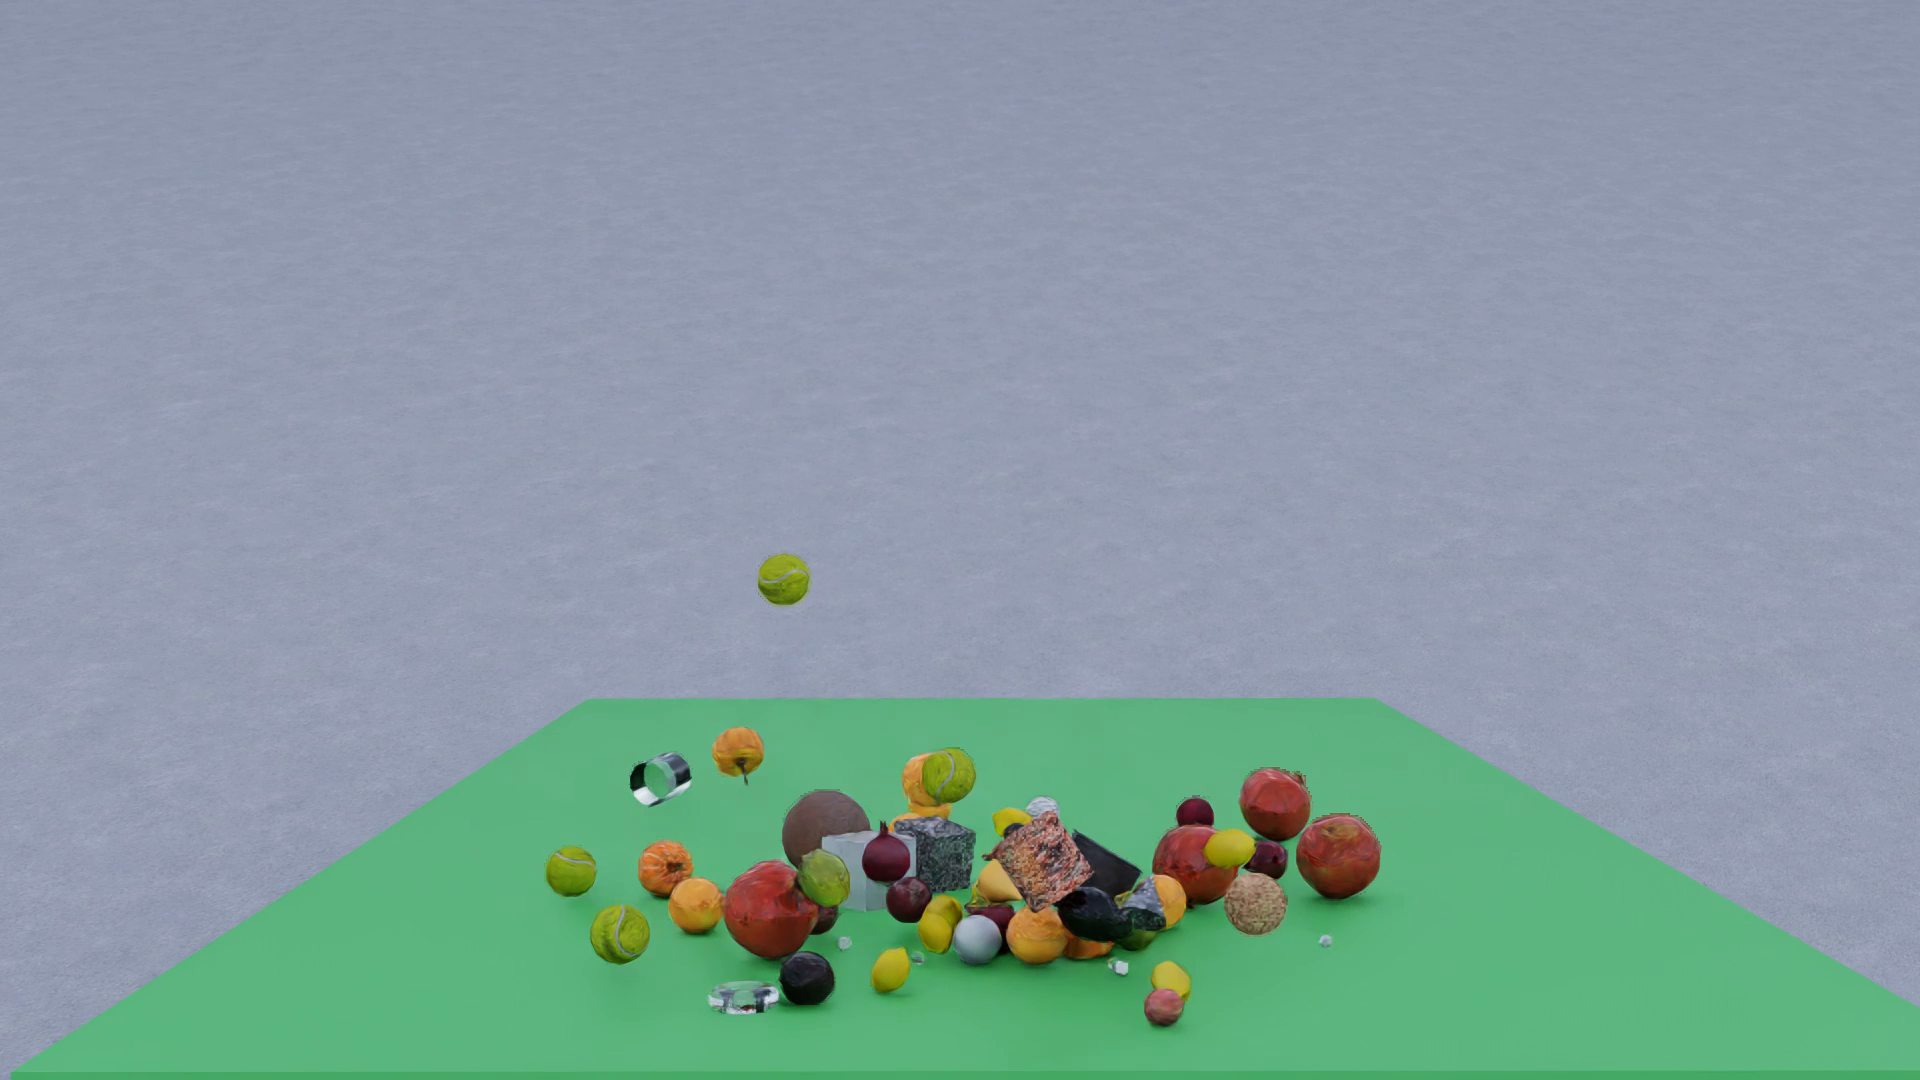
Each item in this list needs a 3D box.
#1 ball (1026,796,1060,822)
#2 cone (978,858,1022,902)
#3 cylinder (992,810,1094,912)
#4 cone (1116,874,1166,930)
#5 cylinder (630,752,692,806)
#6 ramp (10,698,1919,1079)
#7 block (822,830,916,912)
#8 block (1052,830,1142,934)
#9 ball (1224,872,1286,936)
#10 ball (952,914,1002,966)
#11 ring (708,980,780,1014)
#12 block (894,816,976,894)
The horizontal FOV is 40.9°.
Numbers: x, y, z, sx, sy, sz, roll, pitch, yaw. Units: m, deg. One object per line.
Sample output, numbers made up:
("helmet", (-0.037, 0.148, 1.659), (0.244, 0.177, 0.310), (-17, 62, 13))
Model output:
("ball", (0.135, 0.447, 4.199), (0.057, 0.057, 0.057), (0, 25, 0))
("cone", (0.064, 0.431, 3.178), (0.063, 0.063, 0.063), (-11, 21, -22))
("cylinder", (0.096, 0.372, 2.983), (0.085, 0.085, 0.085), (-34, -1, 0))
("cone", (0.224, 0.428, 3.097), (0.061, 0.061, 0.061), (7, 58, 14))
("cylinder", (-0.516, 0.412, 4.441), (0.077, 0.077, 0.077), (11, 13, 22))
("ramp", (0.057, 0.515, 4.555), (2.000, 0.100, 4.000), (0, 2, 0))
("block", (-0.124, 0.451, 3.517), (0.092, 0.092, 0.092), (-2, 2, -43))
("block", (0.165, 0.435, 3.280), (0.093, 0.093, 0.093), (31, -3, 2))
("ball", (0.351, 0.432, 3.064), (0.074, 0.074, 0.074), (0, 25, 0))
("ball", (0.021, 0.480, 3.094), (0.059, 0.059, 0.059), (0, 25, 0))
("ring", (-0.239, 0.505, 2.845), (0.078, 0.026, 0.078), (-1, 2, 0))
("block", (-0.039, 0.444, 3.642), (0.082, 0.082, 0.082), (17, 13, 43))
